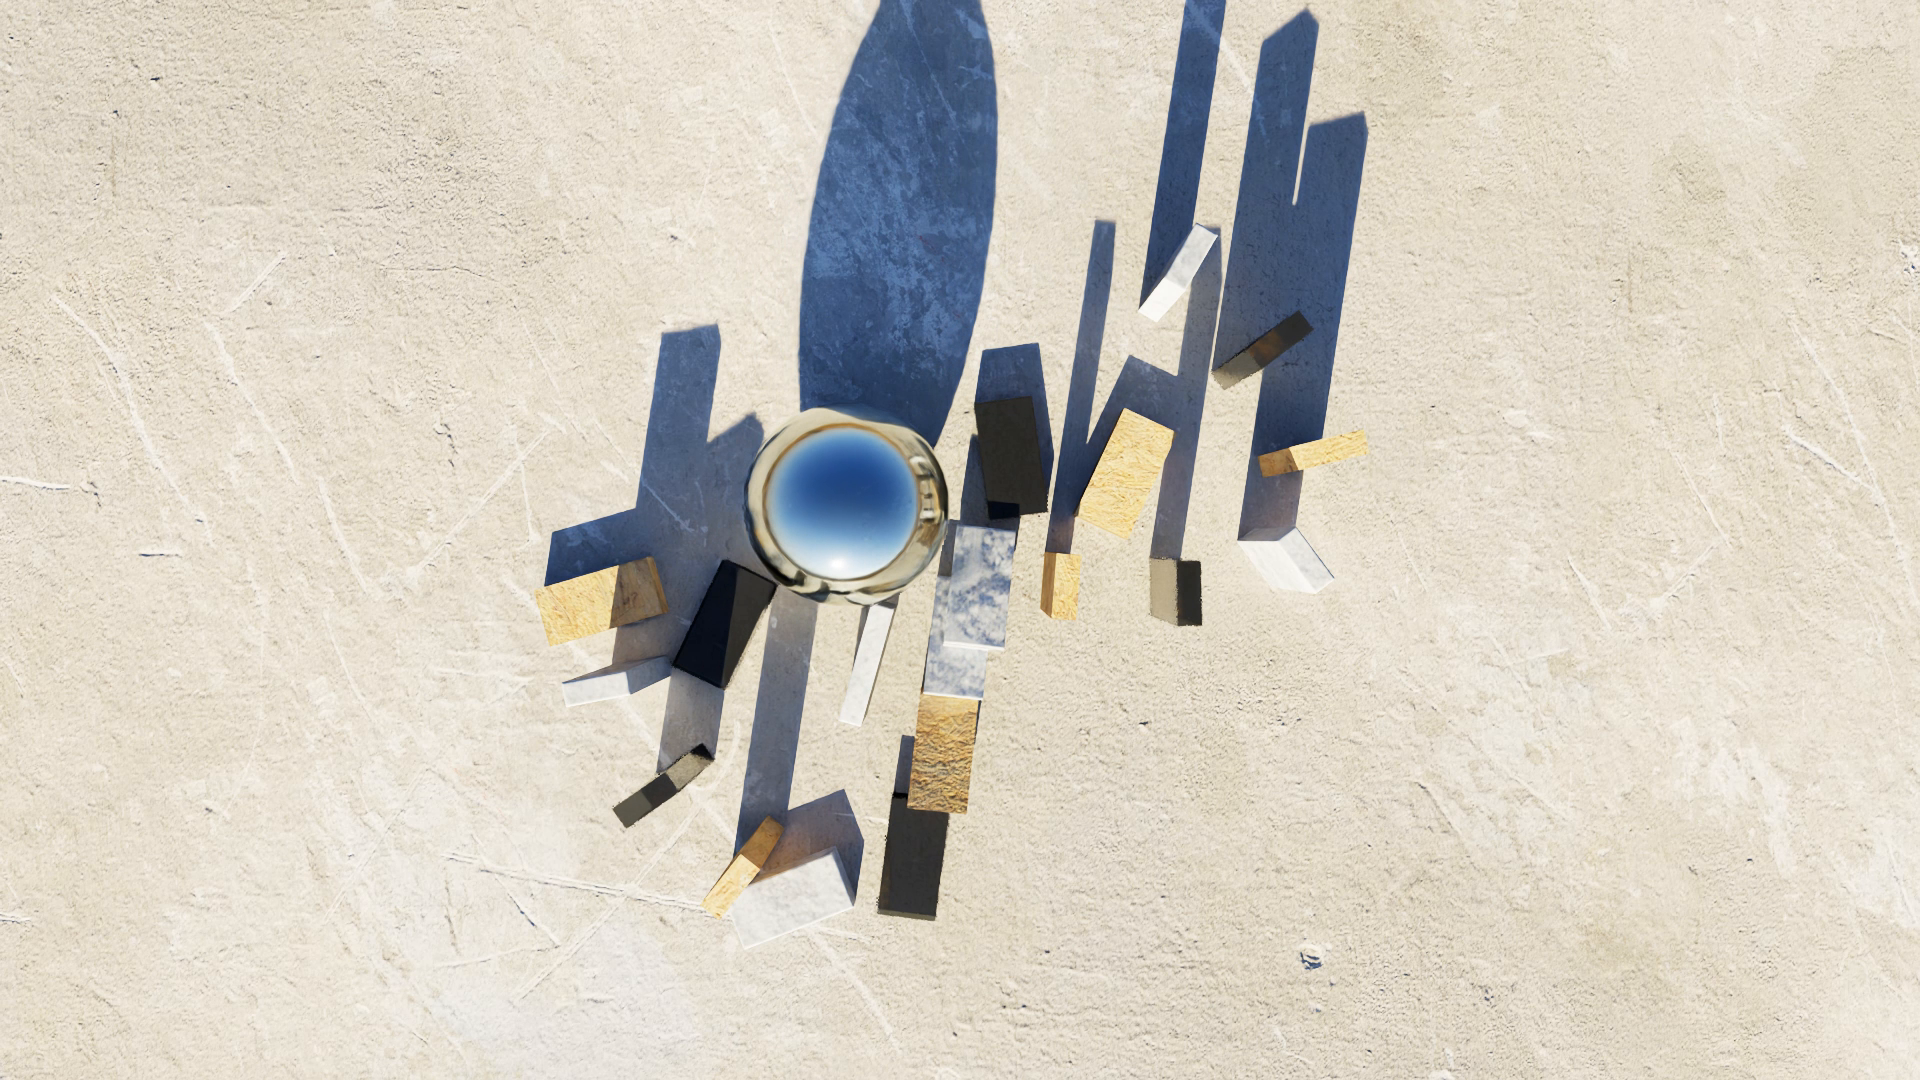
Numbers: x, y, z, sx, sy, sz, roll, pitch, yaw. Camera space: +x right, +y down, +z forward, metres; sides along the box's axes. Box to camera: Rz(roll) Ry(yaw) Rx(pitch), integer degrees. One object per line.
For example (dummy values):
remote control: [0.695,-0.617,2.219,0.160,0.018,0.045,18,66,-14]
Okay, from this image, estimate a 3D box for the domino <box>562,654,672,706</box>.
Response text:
domino: [-0.139,0.057,0.375,0.025,0.050,0.009,-11,90,0]

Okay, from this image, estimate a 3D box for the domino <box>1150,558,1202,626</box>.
domino: [0.088,0.020,0.375,0.009,0.050,0.025,-1,90,0]

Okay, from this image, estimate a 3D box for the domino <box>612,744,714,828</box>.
domino: [-0.120,0.100,0.375,0.025,0.050,0.009,-35,90,0]

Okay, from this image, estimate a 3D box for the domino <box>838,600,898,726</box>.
domino: [-0.038,0.051,0.388,0.009,0.025,0.050,16,90,0]

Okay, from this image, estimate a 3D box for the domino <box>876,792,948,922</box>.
domino: [-0.020,0.136,0.395,0.025,0.009,0.050,7,90,0]

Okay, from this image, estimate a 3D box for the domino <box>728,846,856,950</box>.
domino: [-0.073,0.154,0.395,0.050,0.009,0.025,-21,90,0]

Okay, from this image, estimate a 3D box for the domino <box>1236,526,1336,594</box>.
domino: [0.132,0.008,0.375,0.009,0.050,0.025,-37,90,0]

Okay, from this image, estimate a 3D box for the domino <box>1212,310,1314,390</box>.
domino: [0.122,-0.077,0.375,0.025,0.050,0.009,-37,90,0]

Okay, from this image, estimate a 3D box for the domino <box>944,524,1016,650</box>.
domino: [0.008,0.020,0.385,0.025,0.010,0.050,6,79,0]

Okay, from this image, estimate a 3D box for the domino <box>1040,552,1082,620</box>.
domino: [0.041,0.018,0.375,0.009,0.050,0.025,5,90,0]

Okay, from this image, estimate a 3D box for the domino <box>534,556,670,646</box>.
domino: [-0.154,0.026,0.395,0.050,0.010,0.025,-16,90,0]

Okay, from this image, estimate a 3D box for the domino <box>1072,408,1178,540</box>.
domino: [0.071,-0.028,0.395,0.025,0.009,0.050,25,90,0]

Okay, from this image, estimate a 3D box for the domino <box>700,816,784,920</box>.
domino: [-0.088,0.133,0.375,0.009,0.050,0.025,39,90,0]

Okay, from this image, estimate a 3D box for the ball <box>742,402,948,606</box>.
ball: [-0.044,-0.014,0.360,0.080,0.080,0.080,0,90,0]

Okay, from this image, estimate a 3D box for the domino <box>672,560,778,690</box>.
domino: [-0.101,0.036,0.395,0.025,0.010,0.050,26,90,0]

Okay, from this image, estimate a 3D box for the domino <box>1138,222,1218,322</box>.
domino: [0.088,-0.108,0.375,0.010,0.050,0.025,30,90,0]

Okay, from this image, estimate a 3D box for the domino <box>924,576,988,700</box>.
domino: [0.000,0.042,0.390,0.025,0.010,0.050,6,79,0]

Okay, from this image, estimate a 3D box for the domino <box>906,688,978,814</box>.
domino: [-0.007,0.089,0.390,0.025,0.009,0.050,6,78,0]

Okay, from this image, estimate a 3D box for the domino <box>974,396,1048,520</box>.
domino: [0.022,-0.035,0.395,0.025,0.009,0.050,-8,90,0]

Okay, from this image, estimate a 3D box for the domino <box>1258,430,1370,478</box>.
domino: [0.143,-0.035,0.375,0.025,0.050,0.009,-14,90,0]
